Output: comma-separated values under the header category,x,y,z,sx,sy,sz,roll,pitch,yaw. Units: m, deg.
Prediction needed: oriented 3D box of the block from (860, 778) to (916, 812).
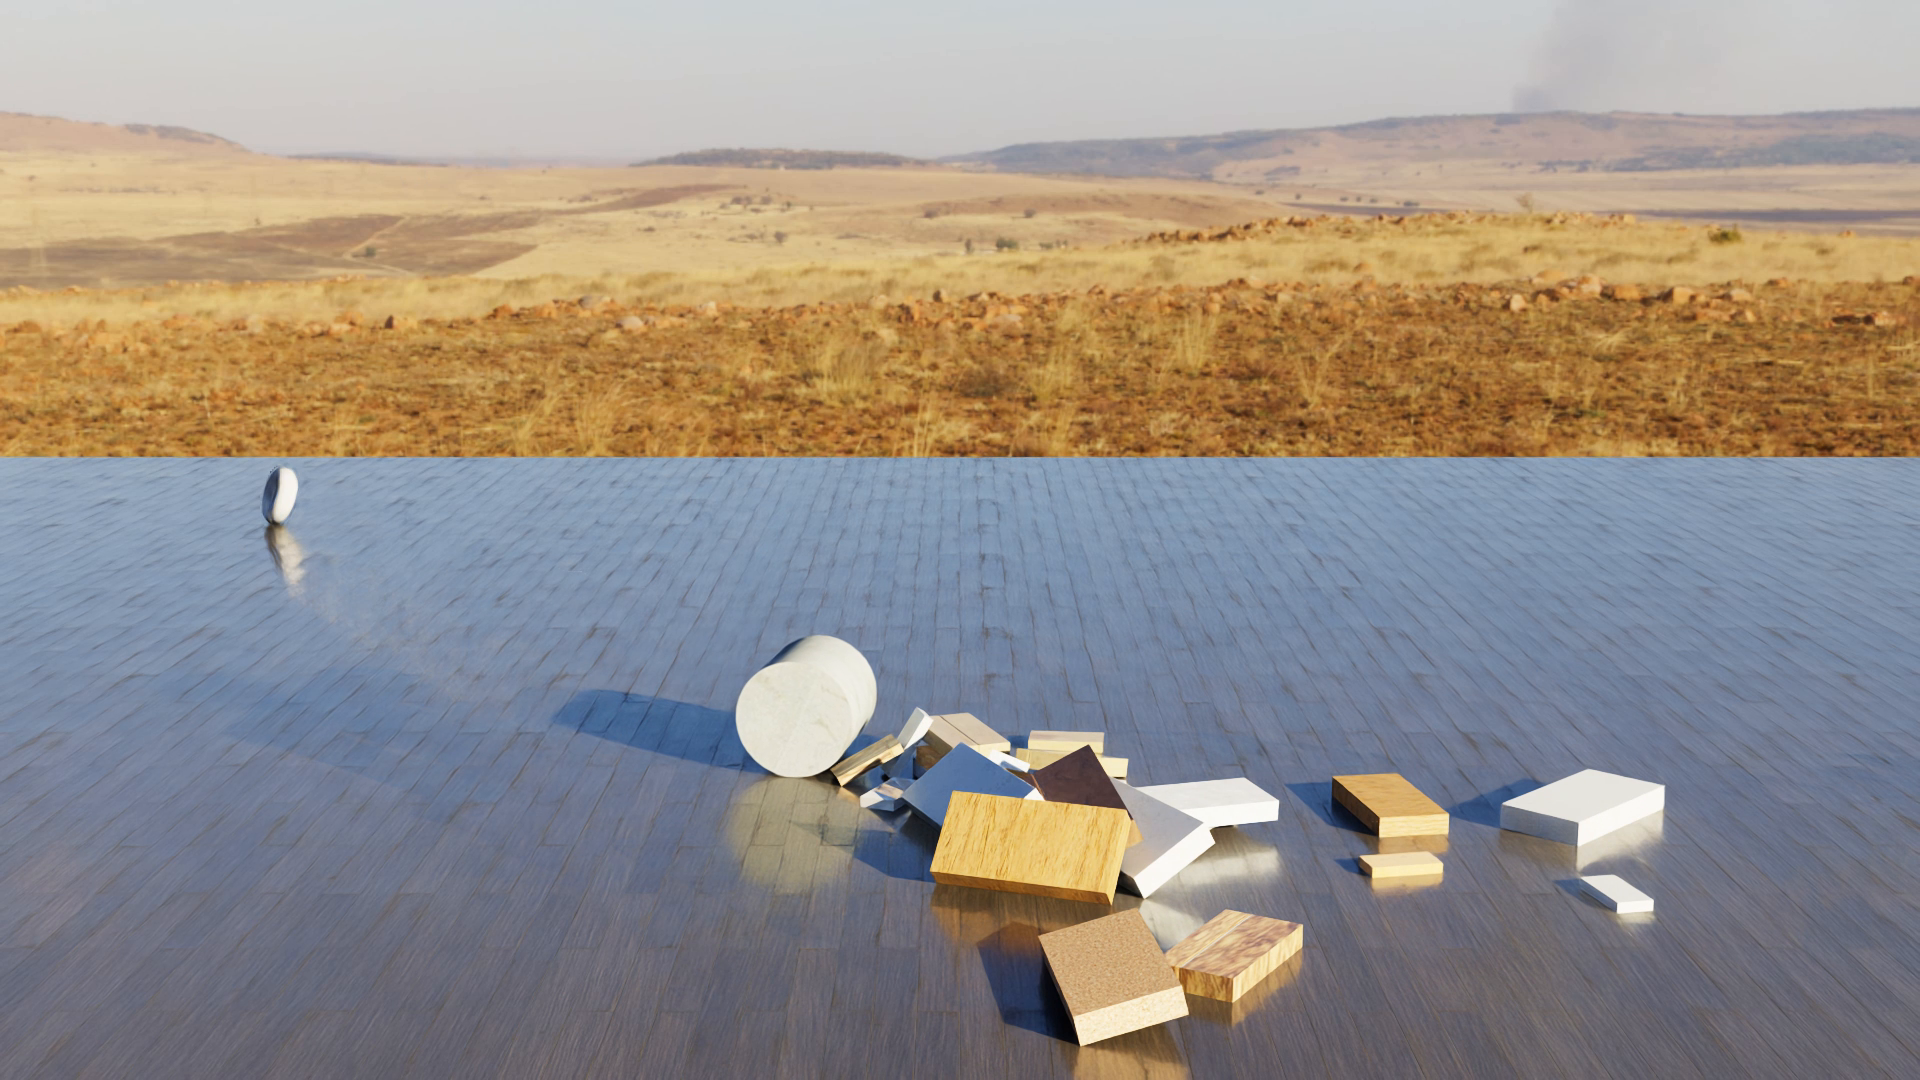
category,x,y,z,sx,sy,sz,roll,pitch,yaw
block,-0.127,0.483,4.188,0.070,0.020,0.139,5,12,24

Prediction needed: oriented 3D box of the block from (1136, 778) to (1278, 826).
category,x,y,z,sx,sy,sz,roll,pitch,yaw
block,0.428,0.479,3.976,0.261,0.037,0.131,-3,14,-21

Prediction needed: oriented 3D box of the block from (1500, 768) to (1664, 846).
category,x,y,z,sx,sy,sz,roll,pitch,yaw
block,1.154,0.493,4.071,0.157,0.045,0.315,10,15,44

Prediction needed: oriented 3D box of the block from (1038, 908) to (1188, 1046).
category,x,y,z,sx,sy,sz,roll,pitch,yaw
block,0.219,0.633,3.212,0.158,0.045,0.315,-15,12,-4

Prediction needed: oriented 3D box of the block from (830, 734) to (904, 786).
category,x,y,z,sx,sy,sz,roll,pitch,yaw
block,-0.183,0.431,4.311,0.139,0.020,0.070,-28,17,-10

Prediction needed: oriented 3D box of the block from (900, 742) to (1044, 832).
category,x,y,z,sx,sy,sz,roll,pitch,yaw
block,0.021,0.470,3.970,0.154,0.044,0.326,-40,23,-12

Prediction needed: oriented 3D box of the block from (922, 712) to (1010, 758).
category,x,y,z,sx,sy,sz,roll,pitch,yaw
block,0.002,0.388,4.309,0.116,0.033,0.231,-4,11,-19

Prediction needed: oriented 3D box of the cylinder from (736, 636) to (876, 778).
category,x,y,z,sx,sy,sz,roll,pitch,yaw
cylinder,-0.306,0.331,4.421,0.234,0.234,0.234,2,11,10

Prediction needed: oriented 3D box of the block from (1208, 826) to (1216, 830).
category,x,y,z,sx,sy,sz,roll,pitch,yaw
block,0.384,0.507,4.020,0.123,0.035,0.247,10,15,43

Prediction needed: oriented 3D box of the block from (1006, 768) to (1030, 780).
category,x,y,z,sx,sy,sz,roll,pitch,yaw
block,0.079,0.478,4.019,0.076,0.022,0.152,10,38,13

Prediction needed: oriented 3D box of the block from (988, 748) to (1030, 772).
category,x,y,z,sx,sy,sz,roll,pitch,yaw
block,0.070,0.458,4.087,0.076,0.022,0.152,22,40,6

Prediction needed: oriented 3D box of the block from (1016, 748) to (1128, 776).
category,x,y,z,sx,sy,sz,roll,pitch,yaw
block,0.218,0.431,4.255,0.123,0.035,0.247,6,-3,28

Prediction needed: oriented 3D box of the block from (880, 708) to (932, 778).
category,x,y,z,sx,sy,sz,roll,pitch,yaw
block,-0.106,0.401,4.333,0.020,0.140,0.070,31,1,-18

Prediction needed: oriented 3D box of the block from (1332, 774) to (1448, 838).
category,x,y,z,sx,sy,sz,roll,pitch,yaw
block,0.798,0.492,4.095,0.130,0.037,0.261,-2,11,-9

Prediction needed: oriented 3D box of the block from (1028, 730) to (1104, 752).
category,x,y,z,sx,sy,sz,roll,pitch,yaw
block,0.220,0.417,4.544,0.152,0.022,0.076,1,11,6

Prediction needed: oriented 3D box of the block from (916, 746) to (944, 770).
category,x,y,z,sx,sy,sz,roll,pitch,yaw
block,0.015,0.436,4.230,0.116,0.033,0.231,-5,12,-24

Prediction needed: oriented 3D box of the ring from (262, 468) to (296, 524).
category,x,y,z,sx,sy,sz,roll,pitch,yaw
ring,-2.209,-0.144,7.137,0.062,0.187,0.187,16,-1,-35

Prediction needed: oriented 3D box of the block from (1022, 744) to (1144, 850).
category,x,y,z,sx,sy,sz,roll,pitch,yaw
block,0.204,0.473,3.847,0.154,0.044,0.309,-28,22,-1

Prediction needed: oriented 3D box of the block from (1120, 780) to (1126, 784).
category,x,y,z,sx,sy,sz,roll,pitch,yaw
block,0.217,0.493,4.098,0.123,0.035,0.247,4,11,19

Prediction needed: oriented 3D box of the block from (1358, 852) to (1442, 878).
category,x,y,z,sx,sy,sz,roll,pitch,yaw
block,0.759,0.559,3.788,0.127,0.018,0.063,-2,11,-11

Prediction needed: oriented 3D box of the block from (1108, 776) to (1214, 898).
category,x,y,z,sx,sy,sz,roll,pitch,yaw
block,0.281,0.507,3.805,0.158,0.045,0.331,-35,23,-18

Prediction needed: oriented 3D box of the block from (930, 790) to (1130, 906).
category,x,y,z,sx,sy,sz,roll,pitch,yaw
block,0.118,0.515,3.691,0.309,0.044,0.154,4,56,20

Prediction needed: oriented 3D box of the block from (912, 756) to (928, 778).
category,x,y,z,sx,sy,sz,roll,pitch,yaw
block,-0.006,0.463,4.265,0.116,0.033,0.231,-3,11,-15

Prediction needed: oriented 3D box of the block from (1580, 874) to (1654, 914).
category,x,y,z,sx,sy,sz,roll,pitch,yaw
block,1.086,0.586,3.642,0.063,0.018,0.127,-2,11,-12

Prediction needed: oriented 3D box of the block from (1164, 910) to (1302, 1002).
category,x,y,z,sx,sy,sz,roll,pitch,yaw
block,0.410,0.631,3.349,0.131,0.037,0.261,6,12,31
